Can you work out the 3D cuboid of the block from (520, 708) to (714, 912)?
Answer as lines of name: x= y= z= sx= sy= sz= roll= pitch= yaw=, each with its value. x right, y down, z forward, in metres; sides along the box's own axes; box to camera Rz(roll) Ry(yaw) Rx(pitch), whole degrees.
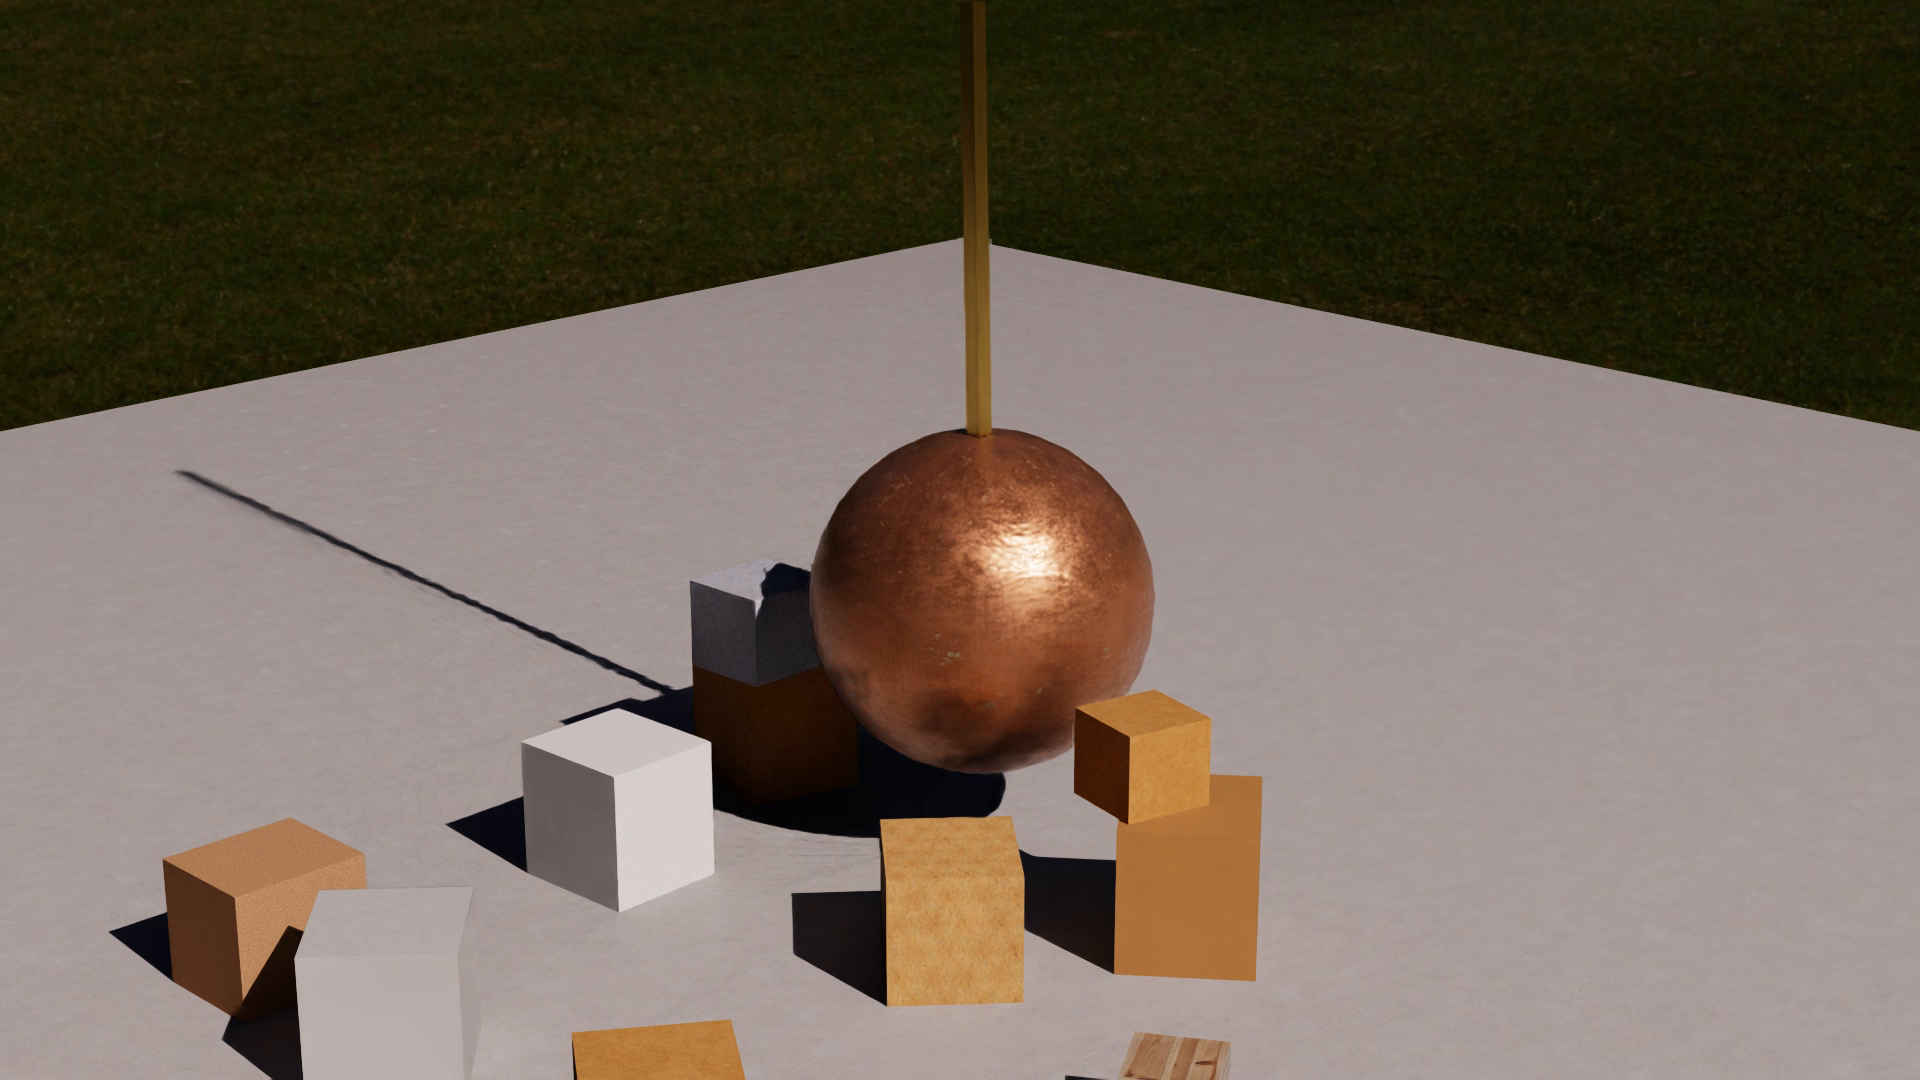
block: x=-1.558 y=1.222 z=13.374 sx=0.638 sy=0.649 sz=0.578 roll=15 pitch=23 yaw=40

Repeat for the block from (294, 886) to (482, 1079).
block: x=-2.249 y=1.794 z=11.594 sx=0.617 sy=0.625 sz=0.627 roll=-1 pitch=17 yaw=-3

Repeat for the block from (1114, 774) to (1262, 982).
block: x=0.991 y=1.442 z=12.662 sx=0.599 sy=0.656 sz=0.686 roll=2 pitch=18 yaw=6

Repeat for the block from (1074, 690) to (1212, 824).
block: x=0.779 y=0.925 z=12.555 sx=0.419 sy=0.395 sz=0.414 roll=-10 pitch=20 yaw=-30

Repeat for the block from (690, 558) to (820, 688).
block: x=-0.963 y=0.393 z=14.171 sx=0.460 sy=0.432 sz=0.488 roll=16 pitch=23 yaw=41

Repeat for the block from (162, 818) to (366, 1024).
block: x=-2.911 y=1.591 z=12.339 sx=0.555 sy=0.565 sz=0.623 roll=17 pitch=24 yaw=42

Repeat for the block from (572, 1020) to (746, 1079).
block: x=-1.077 y=2.144 z=10.567 sx=0.584 sy=0.574 sz=0.590 roll=-3 pitch=18 yaw=-10

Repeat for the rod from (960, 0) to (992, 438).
rod: x=0.043 y=-2.949 z=12.460 sx=0.080 sy=5.200 sz=0.080 roll=17 pitch=25 yaw=42

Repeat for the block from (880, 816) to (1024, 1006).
block: x=-0.040 y=1.565 z=12.414 sx=0.568 sy=0.571 sz=0.640 roll=-1 pitch=17 yaw=-4

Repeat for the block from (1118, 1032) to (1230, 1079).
block: x=0.807 y=2.112 z=11.056 sx=0.370 sy=0.341 sz=0.372 roll=4 pitch=18 yaw=12

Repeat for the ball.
ball: x=0.100 y=0.277 z=13.534 sx=1.600 sy=1.600 sz=1.600 roll=0 pitch=17 yaw=0

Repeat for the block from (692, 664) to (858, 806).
block: x=-0.919 y=0.850 z=14.540 sx=0.586 sy=0.660 sz=0.666 roll=-9 pitch=20 yaw=-27
